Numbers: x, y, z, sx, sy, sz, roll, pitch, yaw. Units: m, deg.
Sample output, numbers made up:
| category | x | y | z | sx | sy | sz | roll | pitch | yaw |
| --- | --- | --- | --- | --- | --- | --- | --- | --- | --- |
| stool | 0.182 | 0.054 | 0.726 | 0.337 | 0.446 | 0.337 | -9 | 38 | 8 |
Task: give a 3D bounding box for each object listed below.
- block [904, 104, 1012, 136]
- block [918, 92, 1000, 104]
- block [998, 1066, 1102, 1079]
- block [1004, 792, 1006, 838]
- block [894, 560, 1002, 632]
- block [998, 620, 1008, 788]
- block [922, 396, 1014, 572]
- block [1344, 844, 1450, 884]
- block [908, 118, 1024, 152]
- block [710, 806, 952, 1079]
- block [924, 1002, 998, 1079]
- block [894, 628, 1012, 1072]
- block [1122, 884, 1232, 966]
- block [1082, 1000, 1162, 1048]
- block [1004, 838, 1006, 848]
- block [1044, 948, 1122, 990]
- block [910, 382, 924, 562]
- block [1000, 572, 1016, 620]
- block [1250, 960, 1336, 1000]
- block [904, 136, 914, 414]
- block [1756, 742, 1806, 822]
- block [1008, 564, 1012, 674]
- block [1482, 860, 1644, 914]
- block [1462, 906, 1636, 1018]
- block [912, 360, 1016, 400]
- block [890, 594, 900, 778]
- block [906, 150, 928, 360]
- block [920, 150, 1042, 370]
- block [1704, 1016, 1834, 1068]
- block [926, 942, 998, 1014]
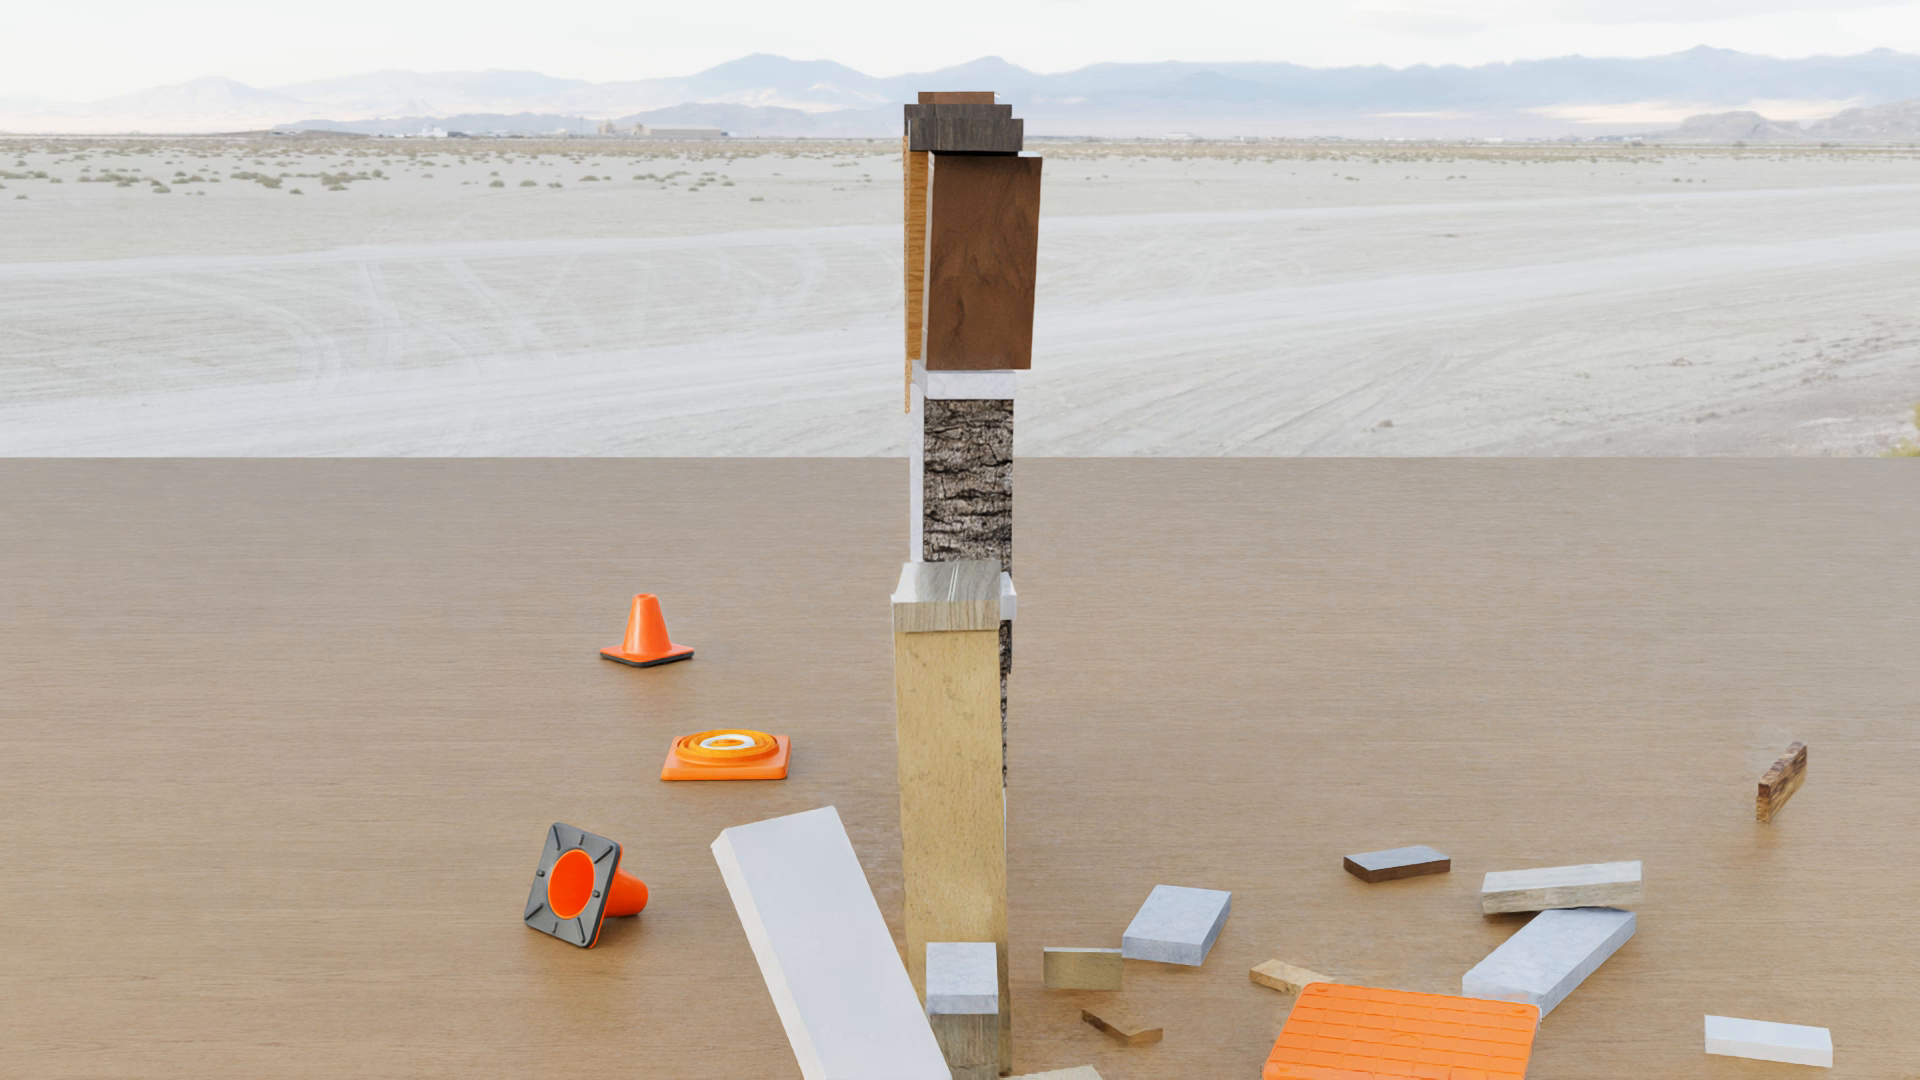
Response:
| category | x | y | z | sx | sy | sz | roll | pitch | yaw |
| --- | --- | --- | --- | --- | --- | --- | --- | --- | --- |
| block | -0.004 | -0.702 | 3.679 | 0.172 | 0.049 | 0.345 | 0 | 10 | 0 |
| block | 0.001 | -0.835 | 4.209 | 0.142 | 0.040 | 0.284 | 1 | 10 | 3 |
| block | 0.145 | 0.741 | 2.647 | 0.159 | 0.045 | 0.319 | -4 | 17 | -19 |
| block | 0.004 | 0.388 | 3.287 | 0.125 | 0.035 | 0.250 | 0 | 10 | 0 |
| block | -0.014 | 0.073 | 2.965 | 0.136 | 0.039 | 0.272 | -2 | 10 | 2 |
| block | 0.005 | 0.239 | 3.282 | 0.130 | 0.259 | 0.037 | 0 | 9 | -1 |
| block | 0.012 | -0.088 | 3.386 | 0.135 | 0.270 | 0.038 | 0 | 10 | -4 |
| block | 0.752 | 0.557 | 3.783 | 0.163 | 0.023 | 0.081 | -4 | 11 | -22 |
| block | 0.005 | -0.616 | 3.342 | 0.164 | 0.046 | 0.328 | 0 | 10 | -2 |
| block | -0.125 | 0.571 | 2.611 | 0.159 | 0.528 | 0.045 | -8 | -29 | -36 |
| block | 0.002 | 0.665 | 2.771 | 0.090 | 0.179 | 0.025 | -3 | 10 | -18 |
| block | -0.008 | 0.413 | 2.925 | 0.136 | 0.615 | 0.039 | -2 | 10 | 0 |
| block | 0.345 | 0.607 | 3.480 | 0.123 | 0.035 | 0.247 | 3 | 11 | 17 |
| block | 0.229 | 0.685 | 3.114 | 0.058 | 0.016 | 0.116 | -6 | 12 | -30 |
| block | 0.004 | 0.544 | 3.230 | 0.125 | 0.250 | 0.035 | 0 | 10 | 0 |
| block | 0.182 | 0.636 | 3.263 | 0.116 | 0.058 | 0.016 | 1 | 11 | 3 |
| block | -0.011 | -0.092 | 3.565 | 0.135 | 0.324 | 0.038 | 1 | 9 | 4 |
| block | 0.012 | 0.075 | 3.349 | 0.130 | 0.037 | 0.259 | 0 | 10 | -3 |
| block | 0.495 | 0.655 | 3.275 | 0.116 | 0.016 | 0.058 | 10 | 15 | 44 |
| block | -0.003 | -0.434 | 3.610 | 0.172 | 0.453 | 0.049 | 1 | 12 | 5 |
| block | 1.525 | 0.448 | 4.082 | 0.023 | 0.081 | 0.163 | 15 | 33 | 40 |
| block | 0.005 | 0.062 | 3.947 | 0.174 | 0.348 | 0.049 | 1 | 11 | 4 |
| block | 0.972 | 0.559 | 3.543 | 0.247 | 0.035 | 0.123 | -8 | 4 | 18 |
| block | 0.903 | 0.631 | 3.352 | 0.123 | 0.035 | 0.410 | 7 | 13 | 34 |
| block | 0.004 | -0.256 | 3.449 | 0.135 | 0.038 | 0.270 | 0 | 11 | -6 |
| block | -0.023 | 0.210 | 3.084 | 0.136 | 0.272 | 0.039 | -3 | 10 | -3 |
| block | -0.001 | -0.452 | 3.496 | 0.164 | 0.328 | 0.046 | 0 | 13 | -5 |
| block | 0.031 | -0.422 | 3.334 | 0.164 | 0.328 | 0.046 | -1 | 20 | -11 |
| block | 1.119 | 0.694 | 3.047 | 0.163 | 0.023 | 0.081 | 3 | 11 | 17 |
| block | 0.002 | 0.556 | 2.799 | 0.090 | 0.025 | 0.179 | 0 | 10 | 0 |
